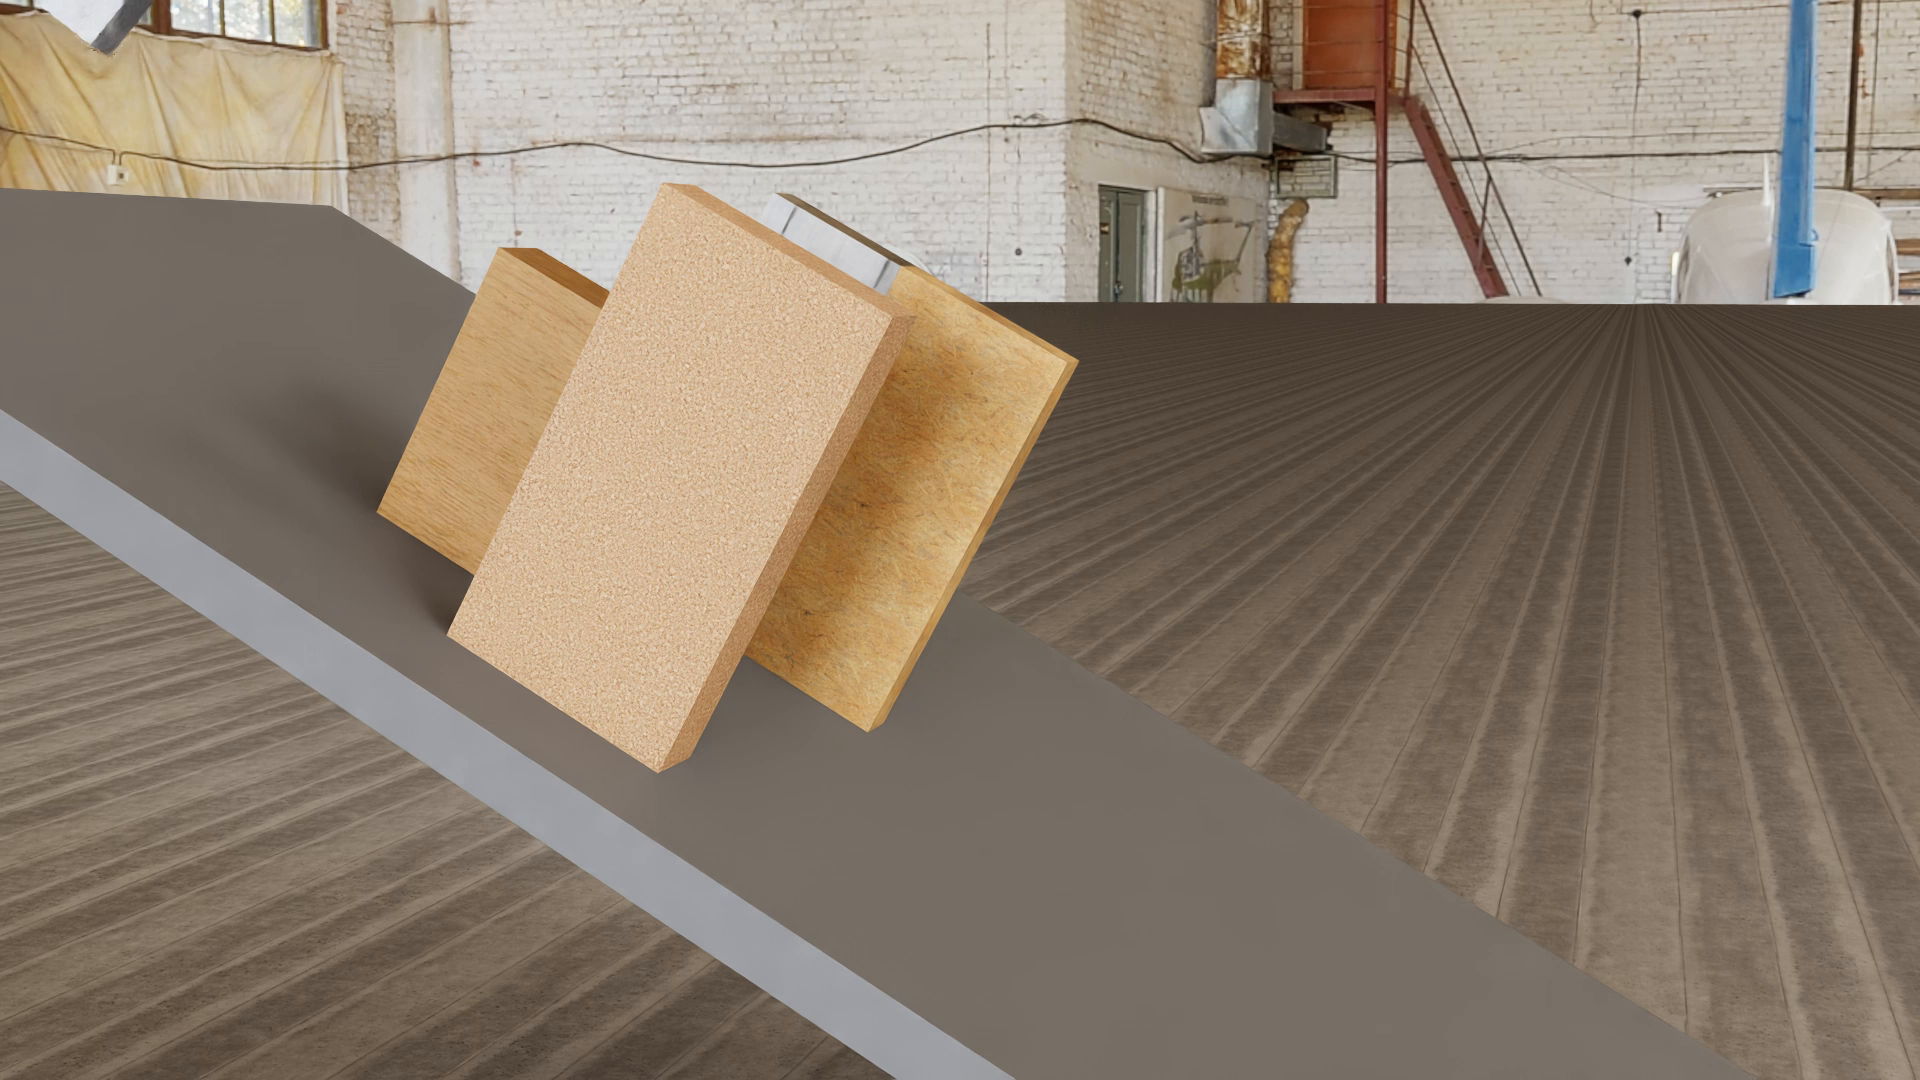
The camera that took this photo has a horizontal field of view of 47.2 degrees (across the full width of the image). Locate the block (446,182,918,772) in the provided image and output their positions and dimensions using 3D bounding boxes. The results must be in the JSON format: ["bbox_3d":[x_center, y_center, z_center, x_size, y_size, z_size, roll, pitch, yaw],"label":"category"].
[{"bbox_3d":[-0.436,-0.093,3.383,0.411,0.799,0.120,31,14,11],"label":"block"}]

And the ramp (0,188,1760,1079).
[{"bbox_3d":[-0.206,0.340,4.139,4.000,0.100,2.000,31,14,11],"label":"ramp"}]

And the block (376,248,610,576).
[{"bbox_3d":[-0.718,-0.185,3.755,0.355,0.515,0.138,31,14,11],"label":"block"}]

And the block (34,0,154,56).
[{"bbox_3d":[-1.787,-1.144,4.518,0.194,0.194,0.194,39,-2,-11],"label":"block"}]

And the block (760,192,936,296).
[{"bbox_3d":[-0.376,-0.418,4.999,0.396,0.618,0.113,31,14,11],"label":"block"}]

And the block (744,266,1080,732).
[{"bbox_3d":[-0.122,-0.071,3.961,0.344,0.766,0.085,31,14,11],"label":"block"}]
